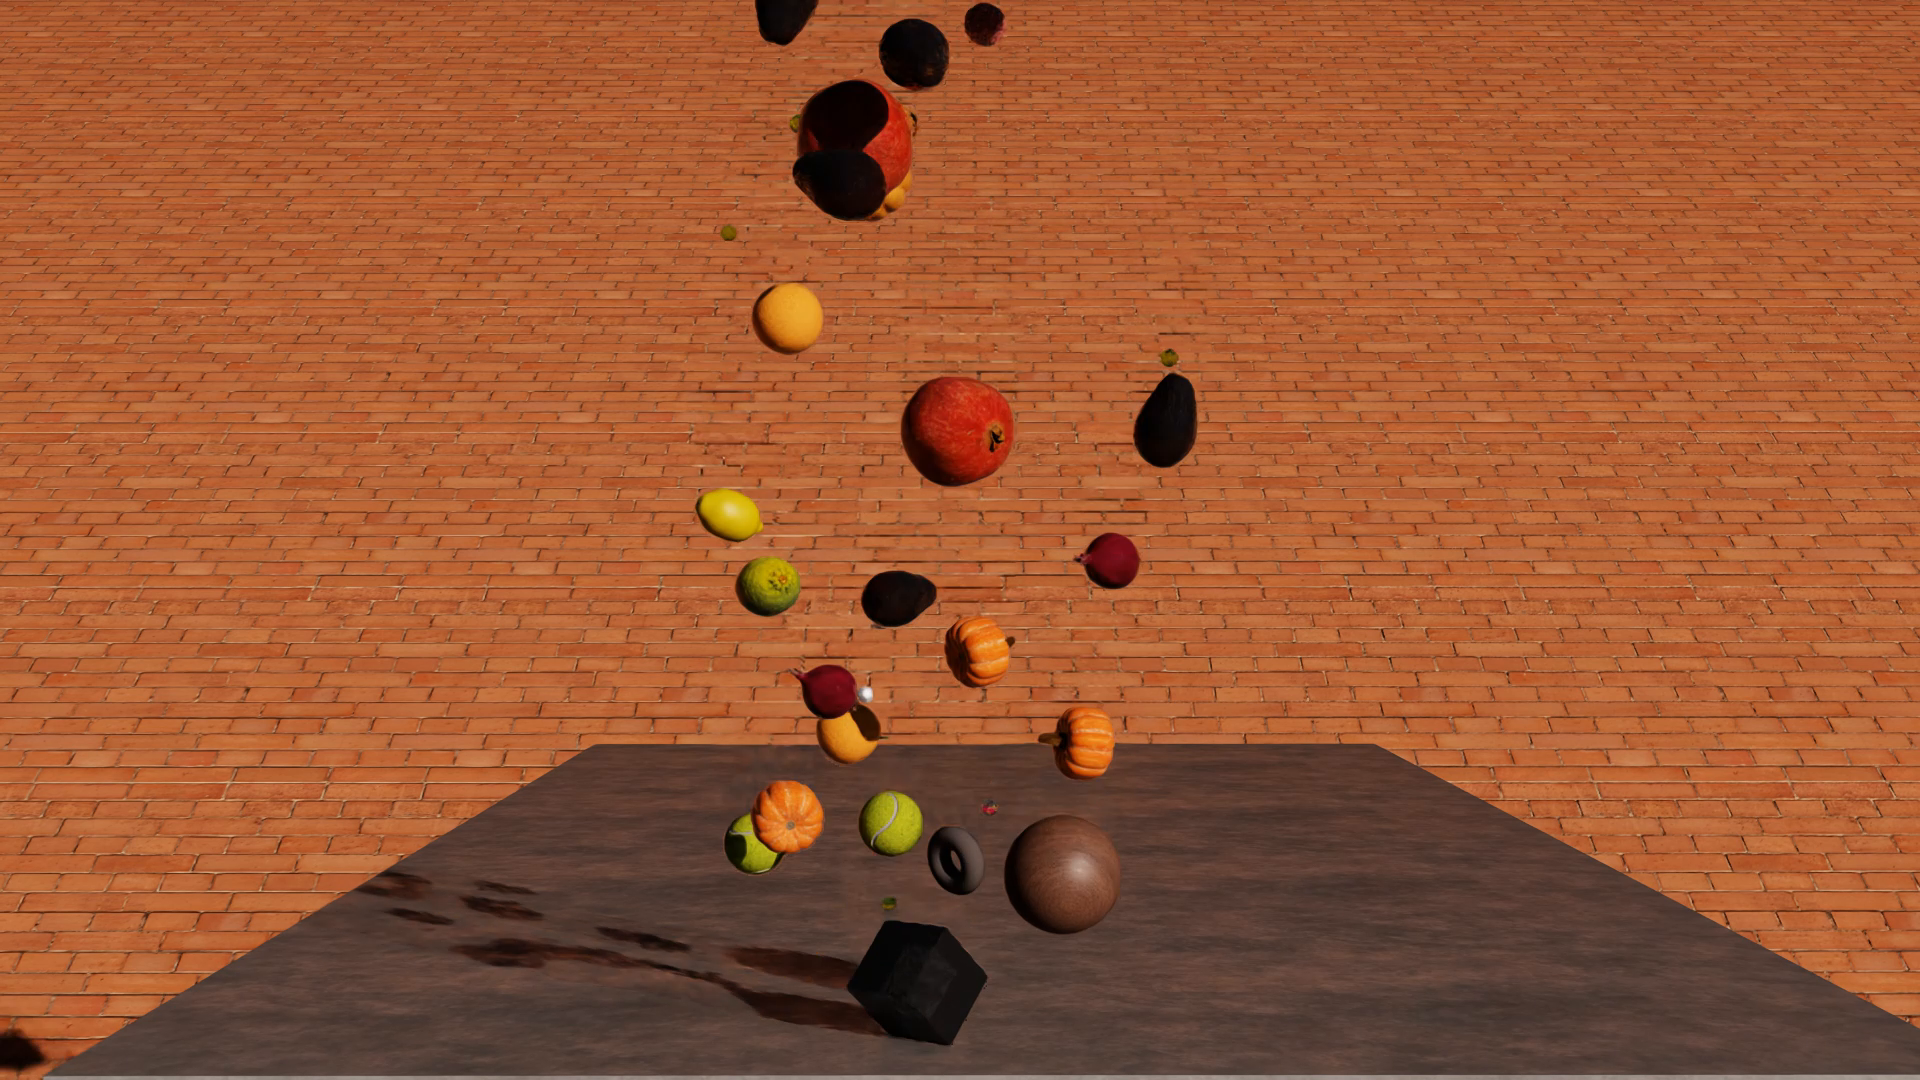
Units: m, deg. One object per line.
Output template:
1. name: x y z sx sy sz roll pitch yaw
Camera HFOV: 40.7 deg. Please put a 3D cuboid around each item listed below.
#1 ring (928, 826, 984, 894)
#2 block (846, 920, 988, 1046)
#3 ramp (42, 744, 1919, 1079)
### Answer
1. ring: -0.004 0.339 2.735 0.075 0.075 0.025 26 30 38
2. block: -0.046 0.481 2.810 0.091 0.091 0.091 -1 46 44
3. ramp: 0.065 0.584 4.632 2.000 0.100 4.000 0 0 0
